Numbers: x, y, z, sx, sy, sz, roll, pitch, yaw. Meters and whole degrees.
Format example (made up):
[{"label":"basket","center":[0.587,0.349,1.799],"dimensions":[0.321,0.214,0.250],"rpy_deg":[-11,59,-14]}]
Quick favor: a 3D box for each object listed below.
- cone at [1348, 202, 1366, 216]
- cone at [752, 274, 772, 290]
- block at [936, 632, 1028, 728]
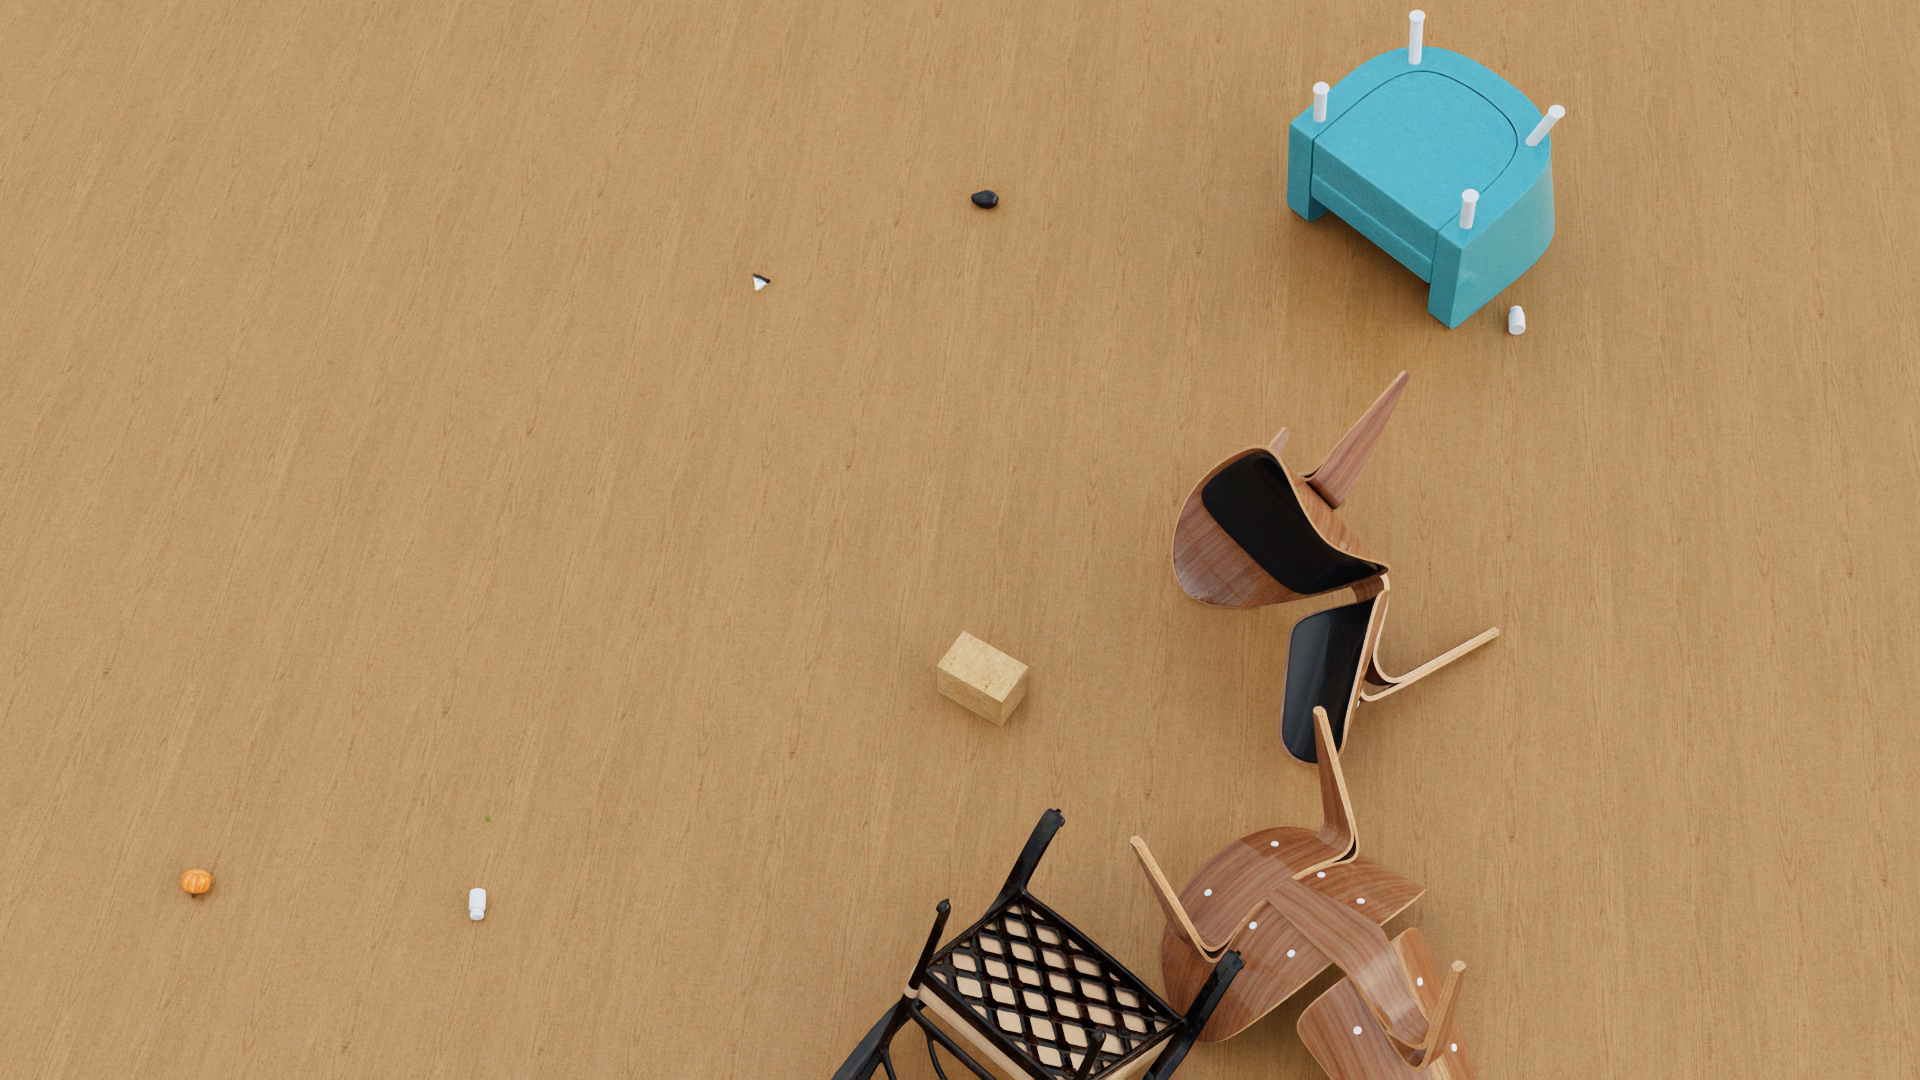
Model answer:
[{"label":"cone","center":[1.319,-1.110,7.306],"dimensions":[0.062,0.047,0.063],"rpy_deg":[14,37,2]},{"label":"cone","center":[-0.649,-0.829,7.117],"dimensions":[0.068,0.050,0.047],"rpy_deg":[22,87,12]},{"label":"block","center":[0.063,0.393,6.225],"dimensions":[0.216,0.141,0.138],"rpy_deg":[28,61,18]}]
